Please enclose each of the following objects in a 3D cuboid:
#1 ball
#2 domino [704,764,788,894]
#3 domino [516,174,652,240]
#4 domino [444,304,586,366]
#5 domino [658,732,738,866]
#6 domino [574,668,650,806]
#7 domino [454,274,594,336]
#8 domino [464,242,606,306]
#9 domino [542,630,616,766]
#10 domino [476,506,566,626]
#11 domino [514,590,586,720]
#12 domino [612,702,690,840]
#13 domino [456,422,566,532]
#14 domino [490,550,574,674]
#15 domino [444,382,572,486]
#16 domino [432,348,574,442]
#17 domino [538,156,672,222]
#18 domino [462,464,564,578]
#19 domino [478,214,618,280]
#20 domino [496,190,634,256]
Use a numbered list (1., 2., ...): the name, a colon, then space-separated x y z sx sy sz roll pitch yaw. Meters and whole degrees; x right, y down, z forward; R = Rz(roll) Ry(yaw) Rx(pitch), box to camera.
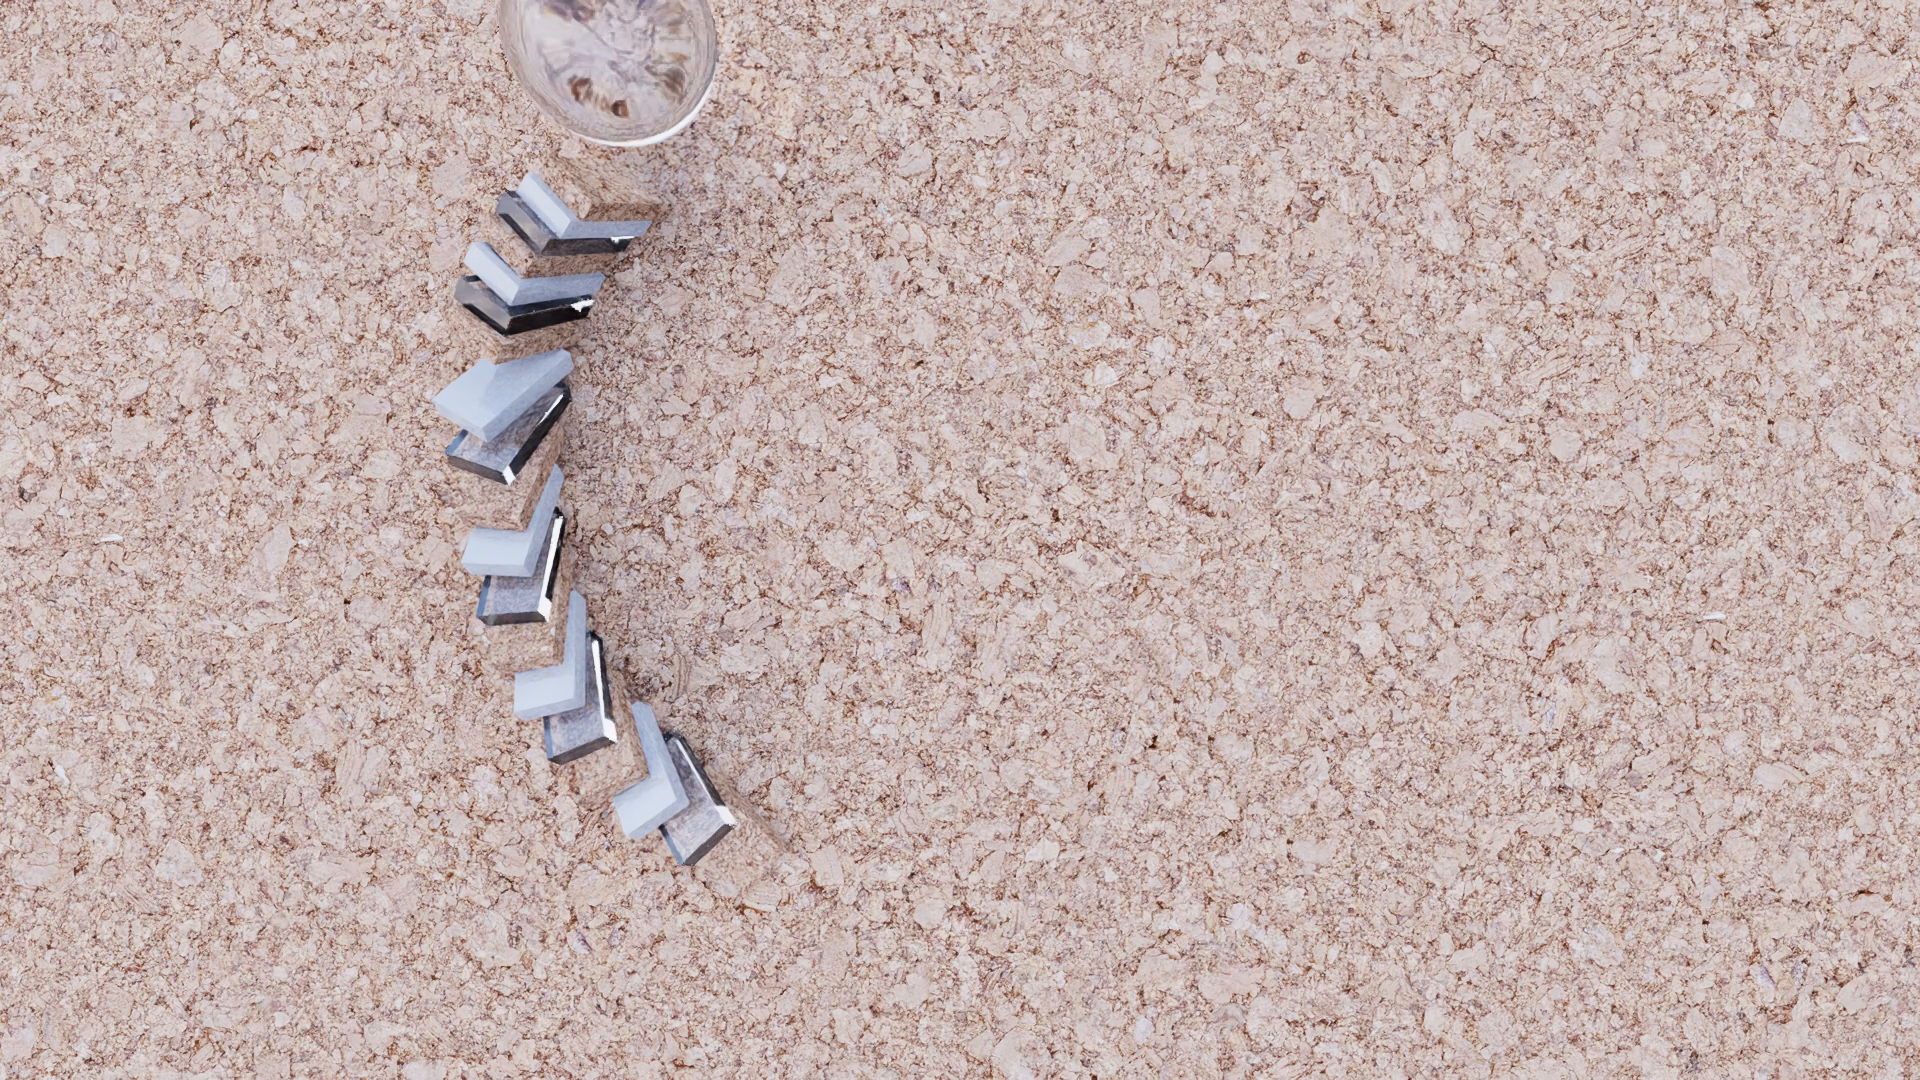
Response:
1. ball: -0.136 -0.198 0.360 0.080 0.080 0.080 0 90 0
2. domino: -0.101 0.124 0.395 0.025 0.010 0.050 -44 90 0
3. domino: -0.152 -0.137 0.376 0.025 0.050 0.010 47 118 0
4. domino: -0.181 -0.088 0.375 0.025 0.050 0.009 38 118 1
5. domino: -0.117 0.108 0.384 0.025 0.010 0.050 -43 61 0
6. domino: -0.149 0.082 0.383 0.025 0.009 0.050 -29 59 0
7. domino: -0.177 -0.099 0.376 0.025 0.050 0.009 38 118 0
8. domino: -0.173 -0.111 0.376 0.025 0.050 0.010 44 118 0
9. domino: -0.161 0.065 0.383 0.025 0.009 0.050 -22 59 0
10. domino: -0.183 0.010 0.383 0.025 0.009 0.050 -5 59 0
11. domino: -0.171 0.048 0.383 0.025 0.009 0.050 -14 59 0
12. domino: -0.134 0.096 0.383 0.025 0.009 0.050 -35 59 0
13. domino: -0.186 -0.028 0.383 0.025 0.010 0.050 7 58 0
14. domino: -0.178 0.029 0.383 0.025 0.010 0.050 -9 59 0
15. domino: -0.187 -0.048 0.382 0.025 0.009 0.050 19 57 1
16. domino: -0.189 -0.065 0.381 0.025 0.009 0.050 29 58 8
17. domino: -0.144 -0.144 0.376 0.025 0.050 0.009 47 118 0
18. domino: -0.186 -0.009 0.383 0.025 0.010 0.050 3 58 0
19. domino: -0.167 -0.121 0.376 0.025 0.050 0.009 47 118 0
20. domino: -0.161 -0.130 0.376 0.025 0.050 0.010 47 118 0
